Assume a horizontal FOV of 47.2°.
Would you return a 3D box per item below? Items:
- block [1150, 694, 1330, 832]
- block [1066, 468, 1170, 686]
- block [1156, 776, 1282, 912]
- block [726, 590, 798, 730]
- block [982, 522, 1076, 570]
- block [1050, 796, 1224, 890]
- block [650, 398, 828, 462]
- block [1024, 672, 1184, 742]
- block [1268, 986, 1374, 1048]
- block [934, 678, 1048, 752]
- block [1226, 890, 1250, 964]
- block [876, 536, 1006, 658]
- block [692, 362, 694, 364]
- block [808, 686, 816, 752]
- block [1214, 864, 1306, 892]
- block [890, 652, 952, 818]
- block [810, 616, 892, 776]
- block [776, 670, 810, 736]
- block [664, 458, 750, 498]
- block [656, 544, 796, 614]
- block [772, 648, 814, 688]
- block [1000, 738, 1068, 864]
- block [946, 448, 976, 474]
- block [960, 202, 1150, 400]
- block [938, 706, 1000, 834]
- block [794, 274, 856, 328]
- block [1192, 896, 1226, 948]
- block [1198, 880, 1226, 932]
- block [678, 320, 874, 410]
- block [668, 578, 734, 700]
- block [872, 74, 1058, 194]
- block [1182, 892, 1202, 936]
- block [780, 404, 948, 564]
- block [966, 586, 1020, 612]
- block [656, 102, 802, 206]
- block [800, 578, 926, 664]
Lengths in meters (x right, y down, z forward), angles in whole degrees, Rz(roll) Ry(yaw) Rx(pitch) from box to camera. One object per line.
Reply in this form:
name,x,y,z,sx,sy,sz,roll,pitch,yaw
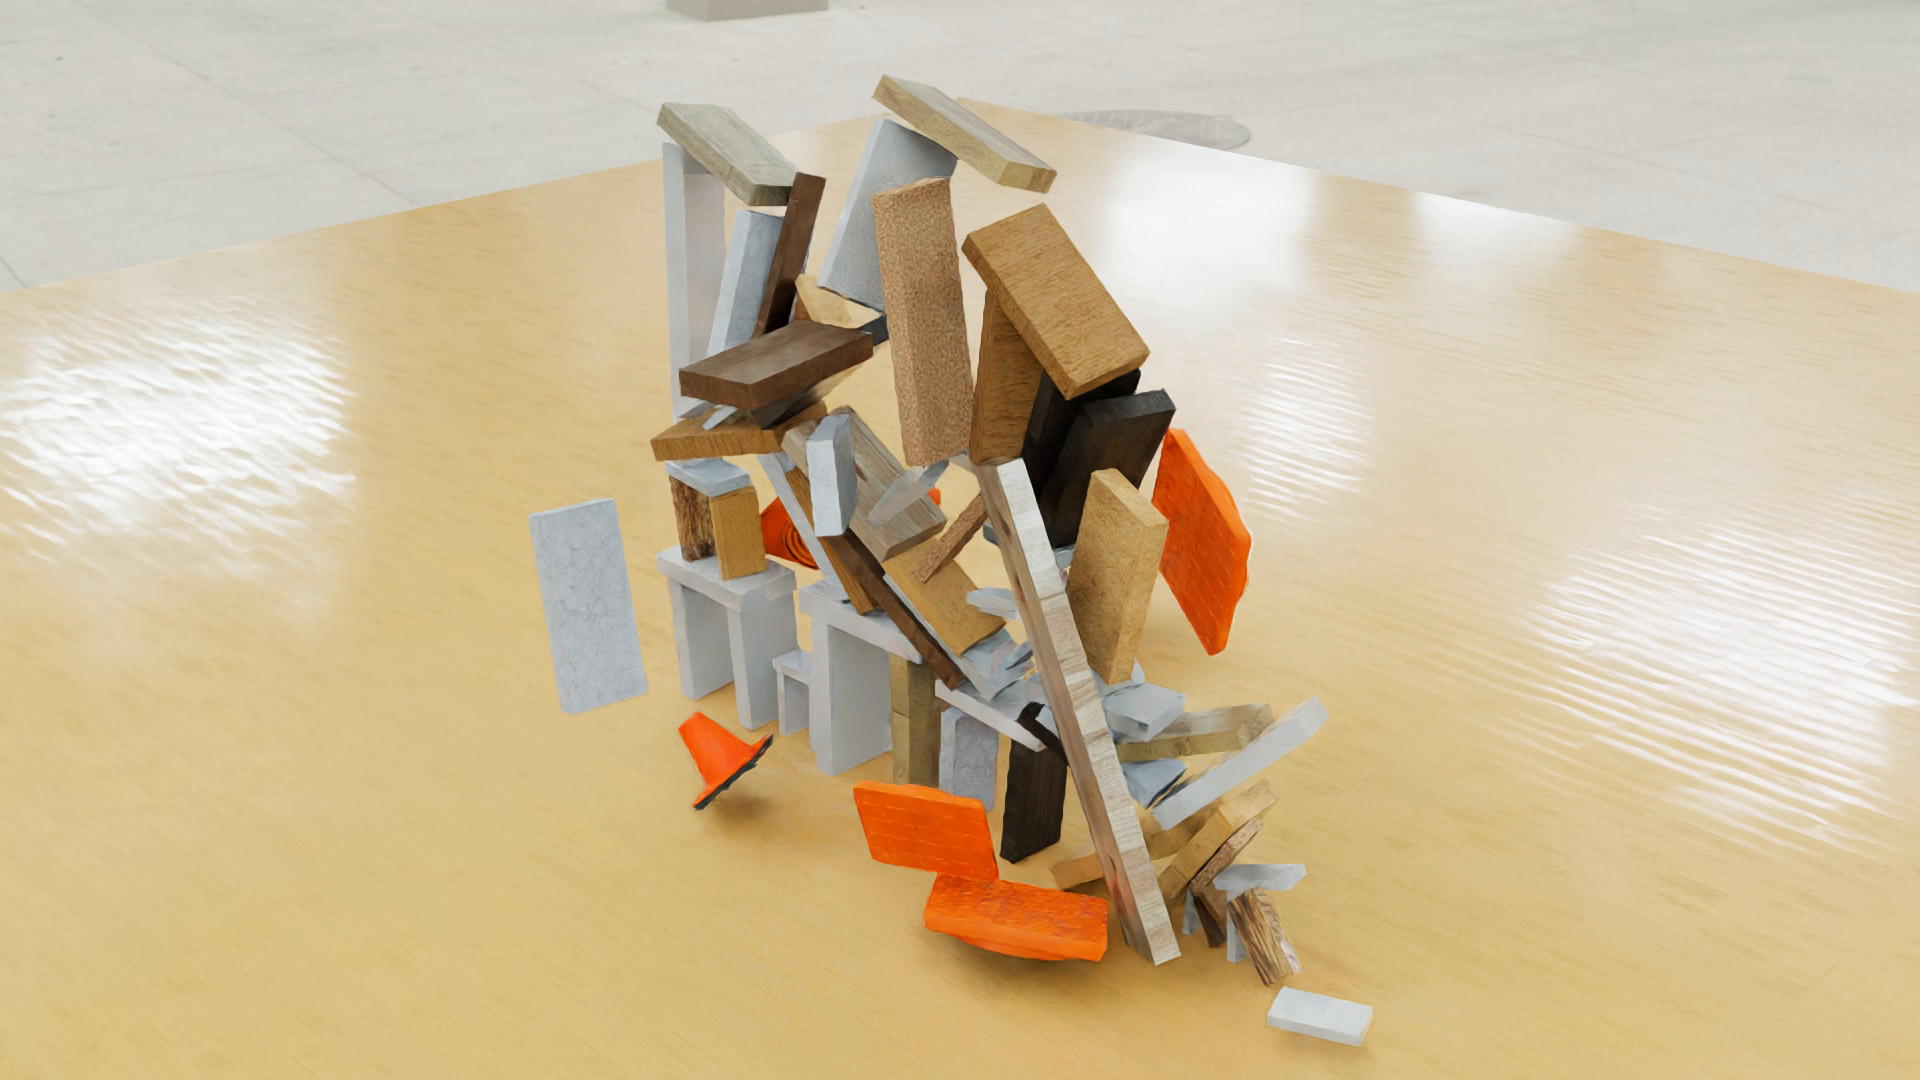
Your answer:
block,0.505,0.402,3.965,0.327,0.046,0.163,-37,-4,23
block,0.265,0.065,3.847,0.049,0.343,0.171,-12,40,-29
block,0.445,0.574,4.013,0.046,0.327,0.163,47,40,16
block,-0.422,0.248,4.774,0.043,0.302,0.151,21,36,40
block,0.147,0.001,4.084,0.111,0.031,0.222,-15,23,-27
block,0.336,0.568,4.127,0.327,0.046,0.163,-27,-1,44
block,-0.448,-0.223,4.466,0.339,0.048,0.170,-2,23,37
block,0.266,0.289,4.060,0.264,0.037,0.132,18,30,30
block,0.605,0.799,3.689,0.159,0.023,0.080,8,30,26
block,0.094,0.316,4.251,0.266,0.038,0.133,27,33,35
block,0.511,0.682,3.964,0.021,0.147,0.073,16,28,41
block,-0.035,0.099,4.232,0.124,0.035,0.247,-29,74,-42
block,-0.495,-0.318,4.412,0.057,0.016,0.113,13,22,-36
block,-0.286,0.370,4.693,0.022,0.153,0.076,21,31,41
block,0.533,0.599,3.911,0.147,0.021,0.073,-6,13,36
block,-0.057,0.366,4.447,0.050,0.352,0.176,20,30,41
block,-0.223,0.301,4.599,0.050,0.352,0.176,20,30,41
block,-0.358,0.342,4.759,0.022,0.153,0.076,21,31,41
block,-0.536,-0.143,4.660,0.098,0.028,0.195,-20,28,-30
block,-0.508,0.067,4.760,0.151,0.043,0.302,-24,32,-36
block,-0.322,0.276,4.692,0.153,0.022,0.077,21,31,41
block,0.148,0.486,4.268,0.038,0.266,0.133,26,32,38
block,0.025,-0.171,4.020,0.208,0.029,0.104,28,42,19
block,0.164,-0.412,3.773,0.167,0.047,0.333,-26,74,-27
block,0.018,0.440,4.377,0.038,0.265,0.133,24,34,36
block,-0.258,-0.448,4.296,0.080,0.023,0.160,1,53,-41
block,0.460,0.687,4.016,0.015,0.103,0.051,-15,7,45
block,0.469,0.658,4.001,0.015,0.103,0.051,-35,1,45
block,-0.318,-0.310,3.853,0.164,0.047,0.329,14,28,34
block,-0.564,0.192,4.909,0.043,0.302,0.151,20,34,39
block,0.008,-0.719,3.896,0.319,0.045,0.160,39,22,27
block,0.434,0.672,4.044,0.015,0.103,0.051,24,32,33
block,-0.186,-0.112,4.261,0.159,0.045,0.319,-27,67,-36
block,0.091,0.113,4.164,0.144,0.020,0.072,6,13,34
block,-0.447,-0.771,4.399,0.165,0.047,0.330,-8,42,-45
block,-0.142,0.147,4.447,0.352,0.050,0.176,21,31,41
